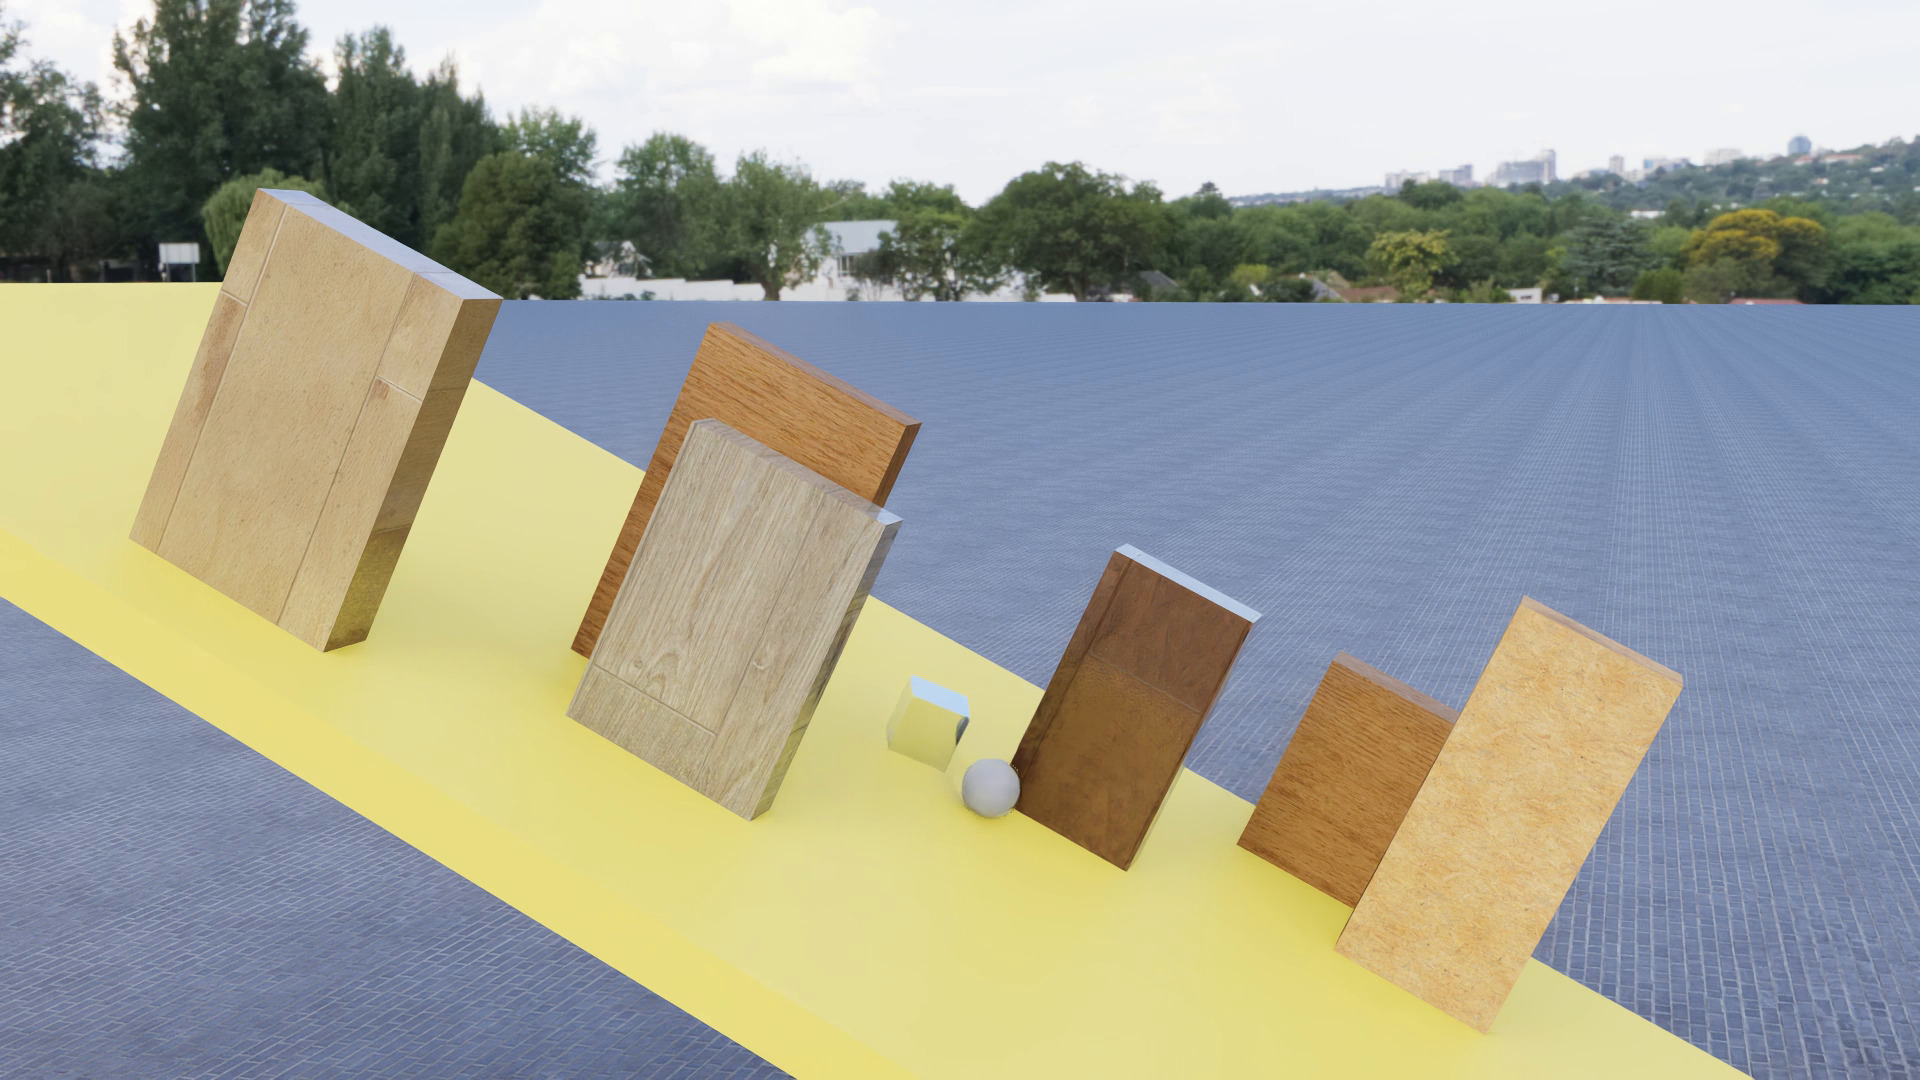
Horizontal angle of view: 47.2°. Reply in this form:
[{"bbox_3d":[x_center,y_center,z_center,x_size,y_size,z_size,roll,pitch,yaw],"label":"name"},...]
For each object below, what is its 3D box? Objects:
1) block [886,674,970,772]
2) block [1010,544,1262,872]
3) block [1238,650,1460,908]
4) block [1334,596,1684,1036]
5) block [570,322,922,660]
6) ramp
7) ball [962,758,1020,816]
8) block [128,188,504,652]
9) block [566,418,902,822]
[{"bbox_3d":[-0.063,0.358,4.310,0.122,0.122,0.122,23,14,-9],"label":"block"},{"bbox_3d":[0.320,0.321,4.223,0.294,0.547,0.107,28,14,12],"label":"block"},{"bbox_3d":[0.876,0.534,4.611,0.417,0.449,0.132,28,14,12],"label":"block"},{"bbox_3d":[1.049,0.530,4.235,0.327,0.776,0.125,28,14,12],"label":"block"},{"bbox_3d":[-0.389,-0.004,3.943,0.403,0.661,0.088,28,14,12],"label":"block"},{"bbox_3d":[-0.255,0.433,4.165,4.000,0.100,2.000,28,14,12],"label":"ramp"},{"bbox_3d":[0.058,0.466,4.146,0.111,0.111,0.111,0,7,0],"label":"ball"},{"bbox_3d":[-1.048,-0.194,3.564,0.400,0.628,0.126,28,14,12],"label":"block"},{"bbox_3d":[-0.381,0.132,3.667,0.371,0.559,0.089,28,14,12],"label":"block"}]
